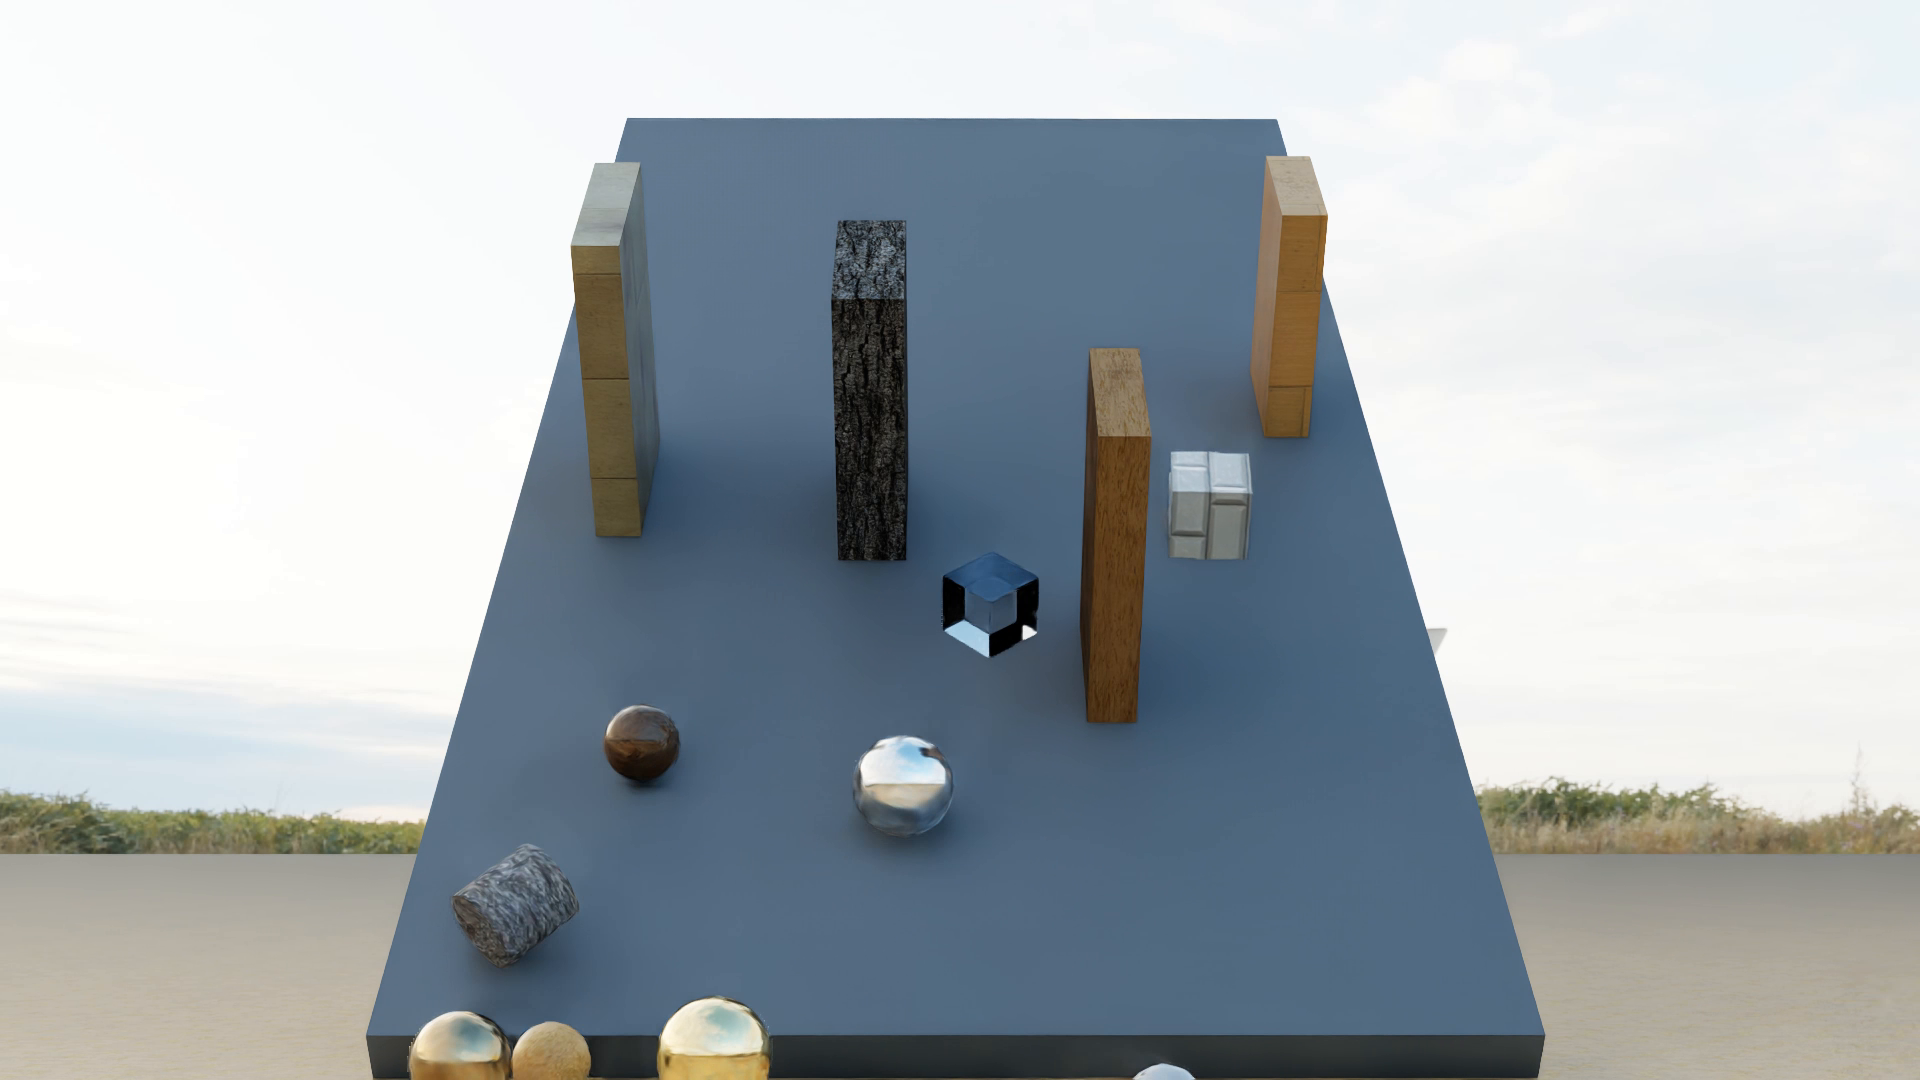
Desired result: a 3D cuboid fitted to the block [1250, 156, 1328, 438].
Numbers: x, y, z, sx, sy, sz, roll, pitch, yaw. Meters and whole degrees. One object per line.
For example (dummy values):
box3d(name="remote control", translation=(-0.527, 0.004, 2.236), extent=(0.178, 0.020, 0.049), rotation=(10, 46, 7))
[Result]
box3d(name="block", translation=(0.783, -0.582, 5.864), extent=(0.105, 0.581, 0.335), rotation=(0, 32, 0))

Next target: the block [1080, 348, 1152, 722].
box3d(name="block", translation=(0.305, -0.007, 4.877), extent=(0.098, 0.660, 0.351), rotation=(0, 32, 0))

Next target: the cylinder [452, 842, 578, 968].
box3d(name="cylinder", translation=(-0.778, 0.639, 4.284), extent=(0.156, 0.156, 0.156), rotation=(-37, 14, -30))

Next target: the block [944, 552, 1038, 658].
box3d(name="block", translation=(0.064, 0.135, 5.138), extent=(0.140, 0.140, 0.140), rotation=(-27, 41, -36))

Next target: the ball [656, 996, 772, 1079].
box3d(name="ball", translation=(-0.368, 0.769, 3.665), extent=(0.173, 0.173, 0.173), rotation=(0, -7, 0))

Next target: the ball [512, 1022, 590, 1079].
box3d(name="ball", translation=(-0.637, 0.814, 3.820), extent=(0.123, 0.123, 0.123), rotation=(0, -7, 0))

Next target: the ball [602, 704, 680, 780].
box3d(name="ball", translation=(-0.614, 0.390, 4.722), extent=(0.147, 0.147, 0.147), rotation=(0, -7, 0))

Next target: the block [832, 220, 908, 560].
box3d(name="block", translation=(-0.194, -0.329, 5.400), extent=(0.150, 0.642, 0.384), rotation=(0, 32, 0))

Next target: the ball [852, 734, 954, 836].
box3d(name="ball", translation=(-0.106, 0.459, 4.576), extent=(0.190, 0.190, 0.190), rotation=(0, -7, 0))

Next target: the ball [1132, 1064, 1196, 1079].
box3d(name="ball", translation=(0.270, 0.746, 3.225), extent=(0.109, 0.109, 0.109), rotation=(0, -7, 0))

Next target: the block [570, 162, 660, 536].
box3d(name="block", translation=(-0.764, -0.426, 5.480), extent=(0.102, 0.716, 0.429), rotation=(0, 32, 0))

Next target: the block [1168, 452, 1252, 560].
box3d(name="block", translation=(0.553, -0.077, 5.445), extent=(0.172, 0.172, 0.172), rotation=(2, 32, 3))

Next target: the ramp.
box3d(name="ramp", translation=(-0.015, -0.187, 5.870), extent=(2.000, 0.100, 4.000), rotation=(0, 32, 0))

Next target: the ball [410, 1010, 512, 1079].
box3d(name="ball", translation=(-0.748, 0.781, 3.669), extent=(0.150, 0.150, 0.150), rotation=(0, -7, 0))
